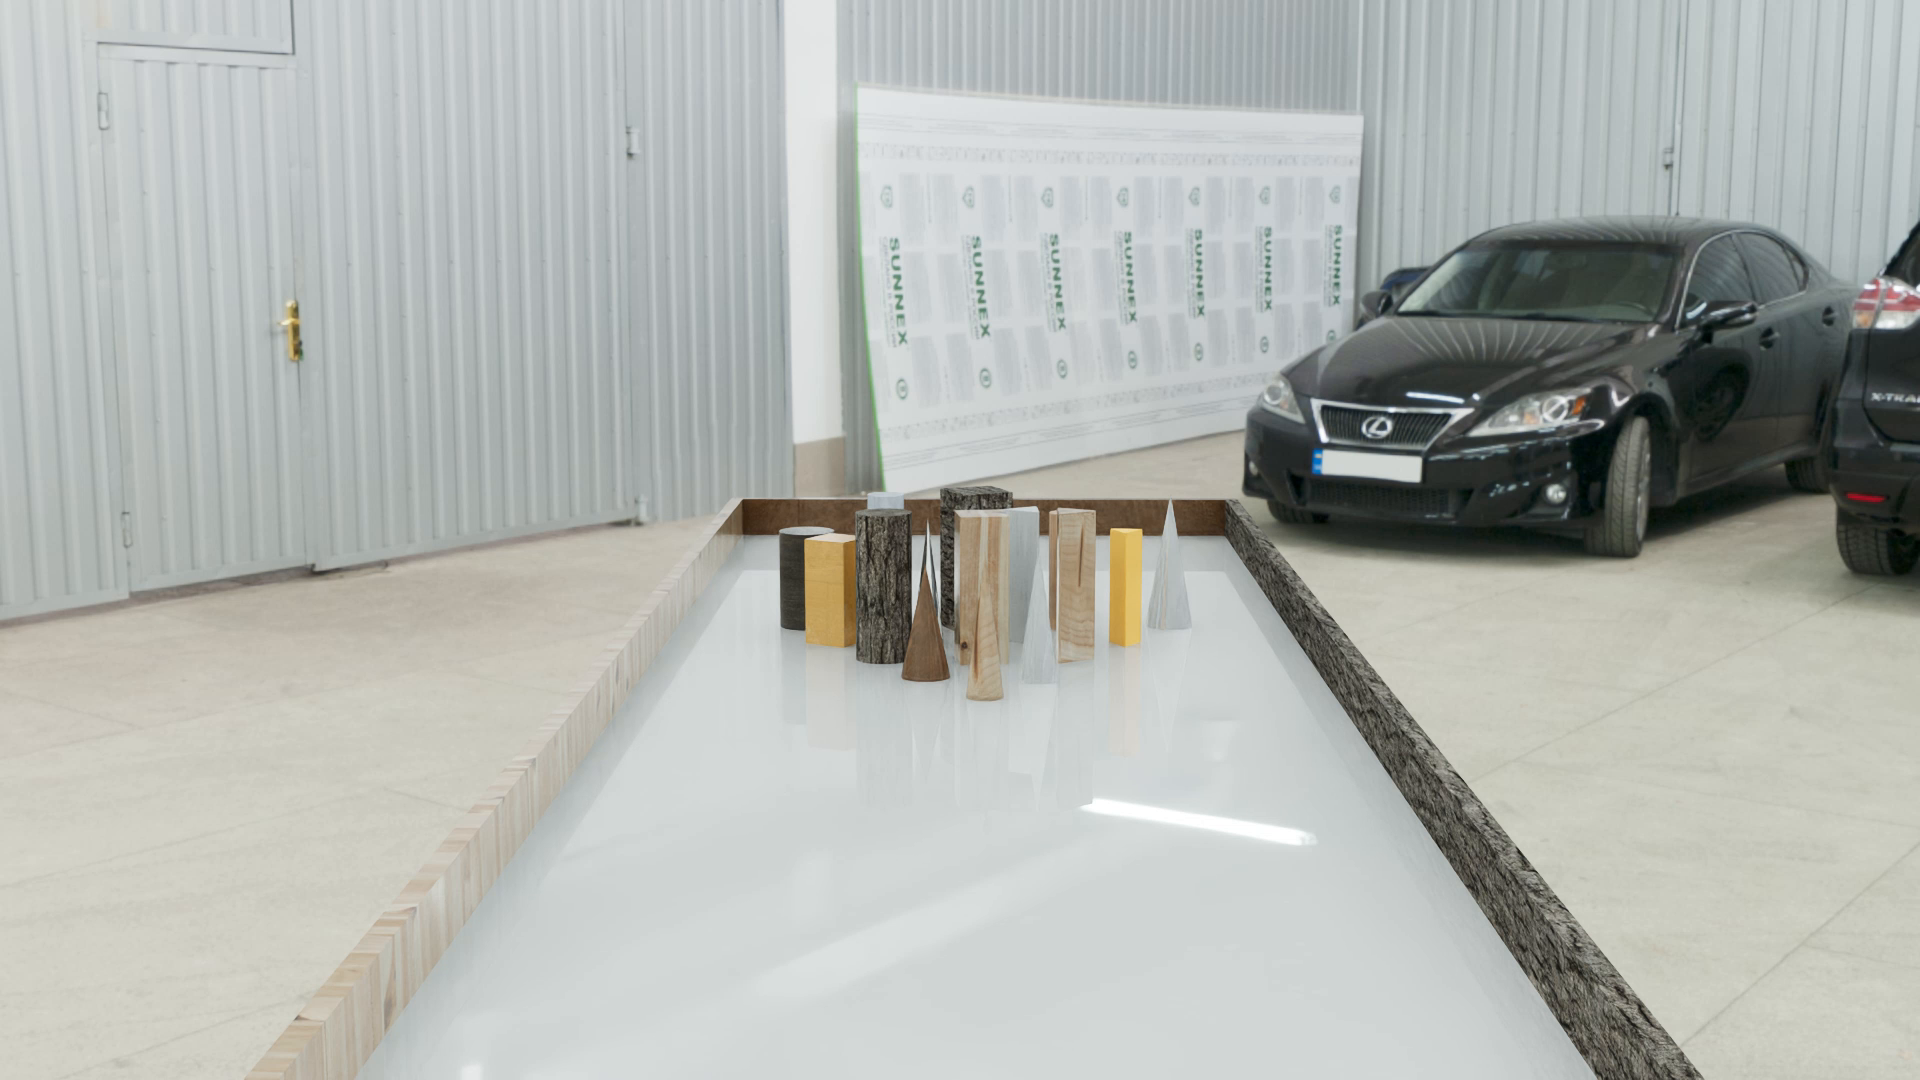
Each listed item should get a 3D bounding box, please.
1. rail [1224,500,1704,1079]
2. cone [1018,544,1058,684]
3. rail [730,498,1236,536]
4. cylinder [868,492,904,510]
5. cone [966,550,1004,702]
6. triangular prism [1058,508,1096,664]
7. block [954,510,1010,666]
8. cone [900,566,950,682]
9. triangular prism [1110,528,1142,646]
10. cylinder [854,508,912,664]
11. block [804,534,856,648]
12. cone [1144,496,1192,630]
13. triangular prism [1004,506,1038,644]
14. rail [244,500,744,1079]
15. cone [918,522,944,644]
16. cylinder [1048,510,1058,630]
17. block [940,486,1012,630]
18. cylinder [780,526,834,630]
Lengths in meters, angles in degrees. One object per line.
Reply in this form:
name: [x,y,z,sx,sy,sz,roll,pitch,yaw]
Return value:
rail: [1.046,0.843,3.208,0.050,0.150,12.000,0,9,1]
cone: [0.228,0.209,6.393,0.117,0.405,0.117,0,9,0]
rail: [0.099,-0.098,9.147,2.100,0.150,0.050,0,9,1]
cylinder: [-0.241,0.069,7.165,0.119,0.441,0.119,0,9,0]
cone: [0.070,0.236,6.178,0.109,0.421,0.109,0,9,0]
triangular prism: [0.328,0.135,6.699,0.128,0.457,0.111,-5,10,-30]
block: [0.066,0.142,6.672,0.148,0.451,0.148,-1,9,-7]
cone: [-0.101,0.237,6.447,0.147,0.334,0.147,0,9,0]
triangular prism: [0.509,0.147,6.929,0.085,0.361,0.098,6,11,35]
cylinder: [-0.232,0.139,6.691,0.172,0.451,0.172,0,9,0]
block: [-0.389,0.158,6.952,0.144,0.333,0.144,5,10,30]
cone: [0.687,0.065,7.203,0.158,0.436,0.158,0,9,0]
triangular prism: [0.215,0.109,6.972,0.126,0.423,0.109,5,10,28]
rail: [-1.004,0.839,3.234,0.050,0.150,12.000,0,9,1]
cone: [-0.101,0.127,6.925,0.102,0.402,0.102,0,9,0]
cylinder: [0.351,0.098,7.174,0.121,0.380,0.121,0,9,0]
block: [0.053,0.063,7.167,0.179,0.453,0.179,-4,10,-23]
cylinder: [-0.502,0.125,7.213,0.180,0.315,0.180,0,9,0]
